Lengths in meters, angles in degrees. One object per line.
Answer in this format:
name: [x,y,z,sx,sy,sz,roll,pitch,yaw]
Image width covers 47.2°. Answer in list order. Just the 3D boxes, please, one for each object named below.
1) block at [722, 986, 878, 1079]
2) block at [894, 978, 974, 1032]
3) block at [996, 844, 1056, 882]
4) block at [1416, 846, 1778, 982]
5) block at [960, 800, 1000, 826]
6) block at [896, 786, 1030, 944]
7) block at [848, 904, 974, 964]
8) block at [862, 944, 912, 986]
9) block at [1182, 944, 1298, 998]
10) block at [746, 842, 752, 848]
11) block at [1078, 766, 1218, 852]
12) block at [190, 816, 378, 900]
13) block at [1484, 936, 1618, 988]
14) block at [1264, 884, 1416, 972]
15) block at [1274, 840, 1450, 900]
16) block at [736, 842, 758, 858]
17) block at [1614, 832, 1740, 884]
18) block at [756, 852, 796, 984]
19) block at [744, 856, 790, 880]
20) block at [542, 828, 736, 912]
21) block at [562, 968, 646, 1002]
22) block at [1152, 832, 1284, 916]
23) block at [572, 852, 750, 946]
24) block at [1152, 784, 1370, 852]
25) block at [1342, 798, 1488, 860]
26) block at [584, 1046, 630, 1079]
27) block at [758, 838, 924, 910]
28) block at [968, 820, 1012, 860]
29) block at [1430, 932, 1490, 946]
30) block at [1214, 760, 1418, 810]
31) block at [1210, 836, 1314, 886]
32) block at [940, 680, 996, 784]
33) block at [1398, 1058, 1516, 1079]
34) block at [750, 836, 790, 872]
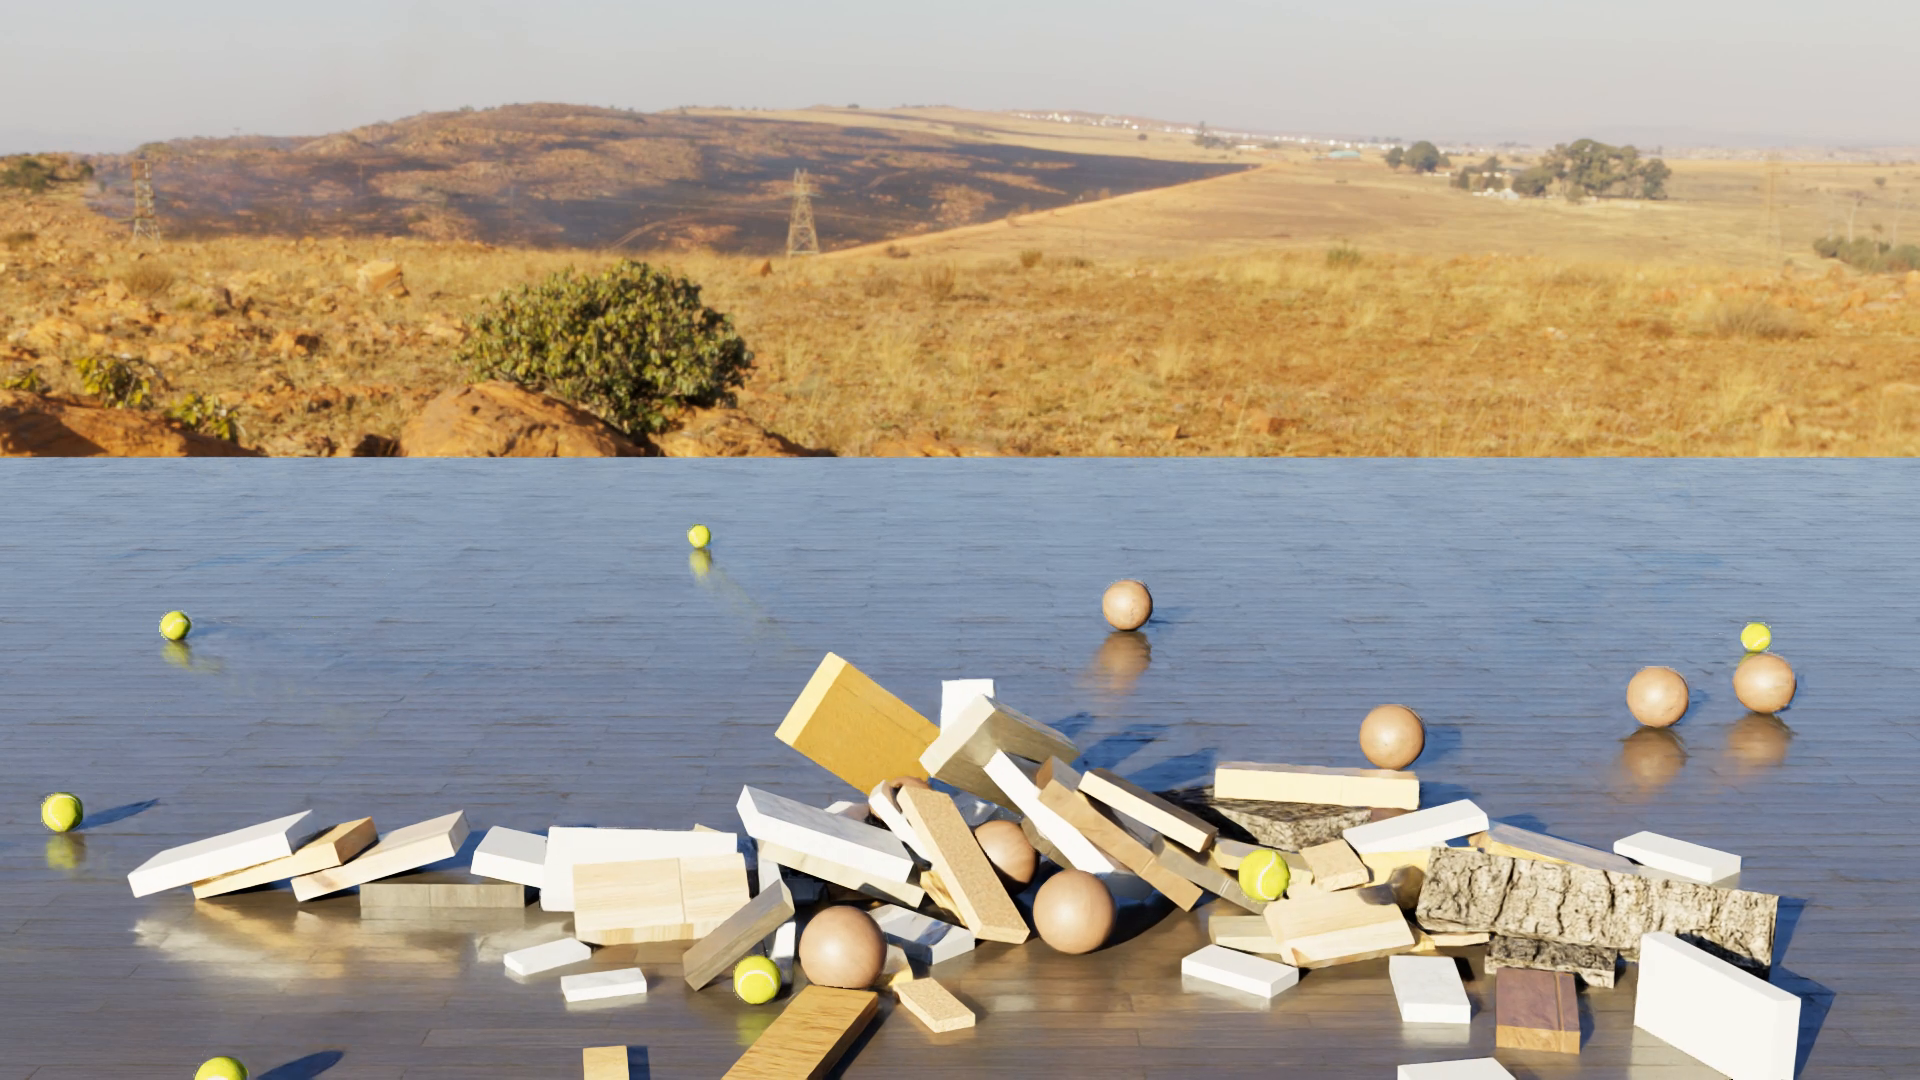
block: [-0.227,0.701,2.989,0.107,0.030,0.417,3,11,15]
block: [-0.039,0.672,3.181,0.061,0.017,0.152,-5,12,-24]
block: [0.169,0.539,3.892,0.063,0.018,0.359,5,12,26]
block: [0.983,0.577,3.408,0.524,0.038,0.134,6,48,22]
block: [0.011,0.512,3.903,0.062,0.017,0.123,8,38,38]
block: [0.001,0.520,3.545,0.092,0.026,0.349,14,25,-33]
block: [-0.077,0.617,3.450,0.187,0.027,0.094,10,14,43]
block: [-0.112,0.643,3.336,0.061,0.017,0.121,-2,11,-10]
block: [0.420,0.647,3.303,0.156,0.022,0.078,9,14,39]
block: [-0.391,0.550,3.840,0.113,0.016,0.057,-6,12,-31]
block: [0.311,0.442,3.623,0.222,0.031,0.111,27,6,15]
block: [-1.128,0.530,3.673,0.274,0.039,0.137,-15,7,14]
block: [0.896,0.639,3.334,0.187,0.027,0.094,4,11,19]
block: [0.583,0.596,3.381,0.213,0.030,0.107,-5,53,-23]
block: [0.667,0.541,3.659,0.276,0.039,0.138,-13,10,-1]
block: [-0.394,0.551,3.783,0.047,0.013,0.095,31,32,35]
block: [1.244,0.549,3.816,0.094,0.027,0.187,-9,14,-40]
block: [-0.290,0.585,3.434,0.027,0.094,0.332,2,10,-11]
block: [-0.347,0.553,3.706,0.057,0.016,0.113,25,8,40]
block: [-0.520,0.540,3.583,0.305,0.039,0.137,3,46,-5]
block: [-0.528,0.658,3.257,0.116,0.016,0.058,-4,11,-19]
block: [0.420,0.543,3.569,0.222,0.031,0.111,27,10,-4]
block: [-0.474,0.571,3.492,0.274,0.039,0.137,-2,41,-12]
block: [0.521,0.489,3.901,0.175,0.050,0.416,-4,3,-31]
block: [0.760,0.484,3.671,0.221,0.026,0.092,-14,10,-4]
block: [-0.476,0.714,2.959,0.058,0.016,0.116,-2,11,-10]
block: [-0.198,0.527,3.624,0.274,0.039,0.137,21,7,-11]
block: [0.027,0.530,3.834,0.123,0.062,0.017,-8,-29,-35]
block: [0.772,0.617,3.402,0.048,0.014,0.095,-4,-8,-20]
block: [0.637,0.437,3.932,0.350,0.050,0.175,2,0,9]
block: [0.492,0.524,3.596,0.156,0.022,0.078,13,12,-8]
block: [0.014,0.345,3.946,0.092,0.184,0.026,-2,-15,13]
block: [0.670,0.734,2.790,0.134,0.038,0.267,-2,11,-11]
block: [-0.327,0.543,3.786,0.013,0.047,0.095,-20,19,-31]
